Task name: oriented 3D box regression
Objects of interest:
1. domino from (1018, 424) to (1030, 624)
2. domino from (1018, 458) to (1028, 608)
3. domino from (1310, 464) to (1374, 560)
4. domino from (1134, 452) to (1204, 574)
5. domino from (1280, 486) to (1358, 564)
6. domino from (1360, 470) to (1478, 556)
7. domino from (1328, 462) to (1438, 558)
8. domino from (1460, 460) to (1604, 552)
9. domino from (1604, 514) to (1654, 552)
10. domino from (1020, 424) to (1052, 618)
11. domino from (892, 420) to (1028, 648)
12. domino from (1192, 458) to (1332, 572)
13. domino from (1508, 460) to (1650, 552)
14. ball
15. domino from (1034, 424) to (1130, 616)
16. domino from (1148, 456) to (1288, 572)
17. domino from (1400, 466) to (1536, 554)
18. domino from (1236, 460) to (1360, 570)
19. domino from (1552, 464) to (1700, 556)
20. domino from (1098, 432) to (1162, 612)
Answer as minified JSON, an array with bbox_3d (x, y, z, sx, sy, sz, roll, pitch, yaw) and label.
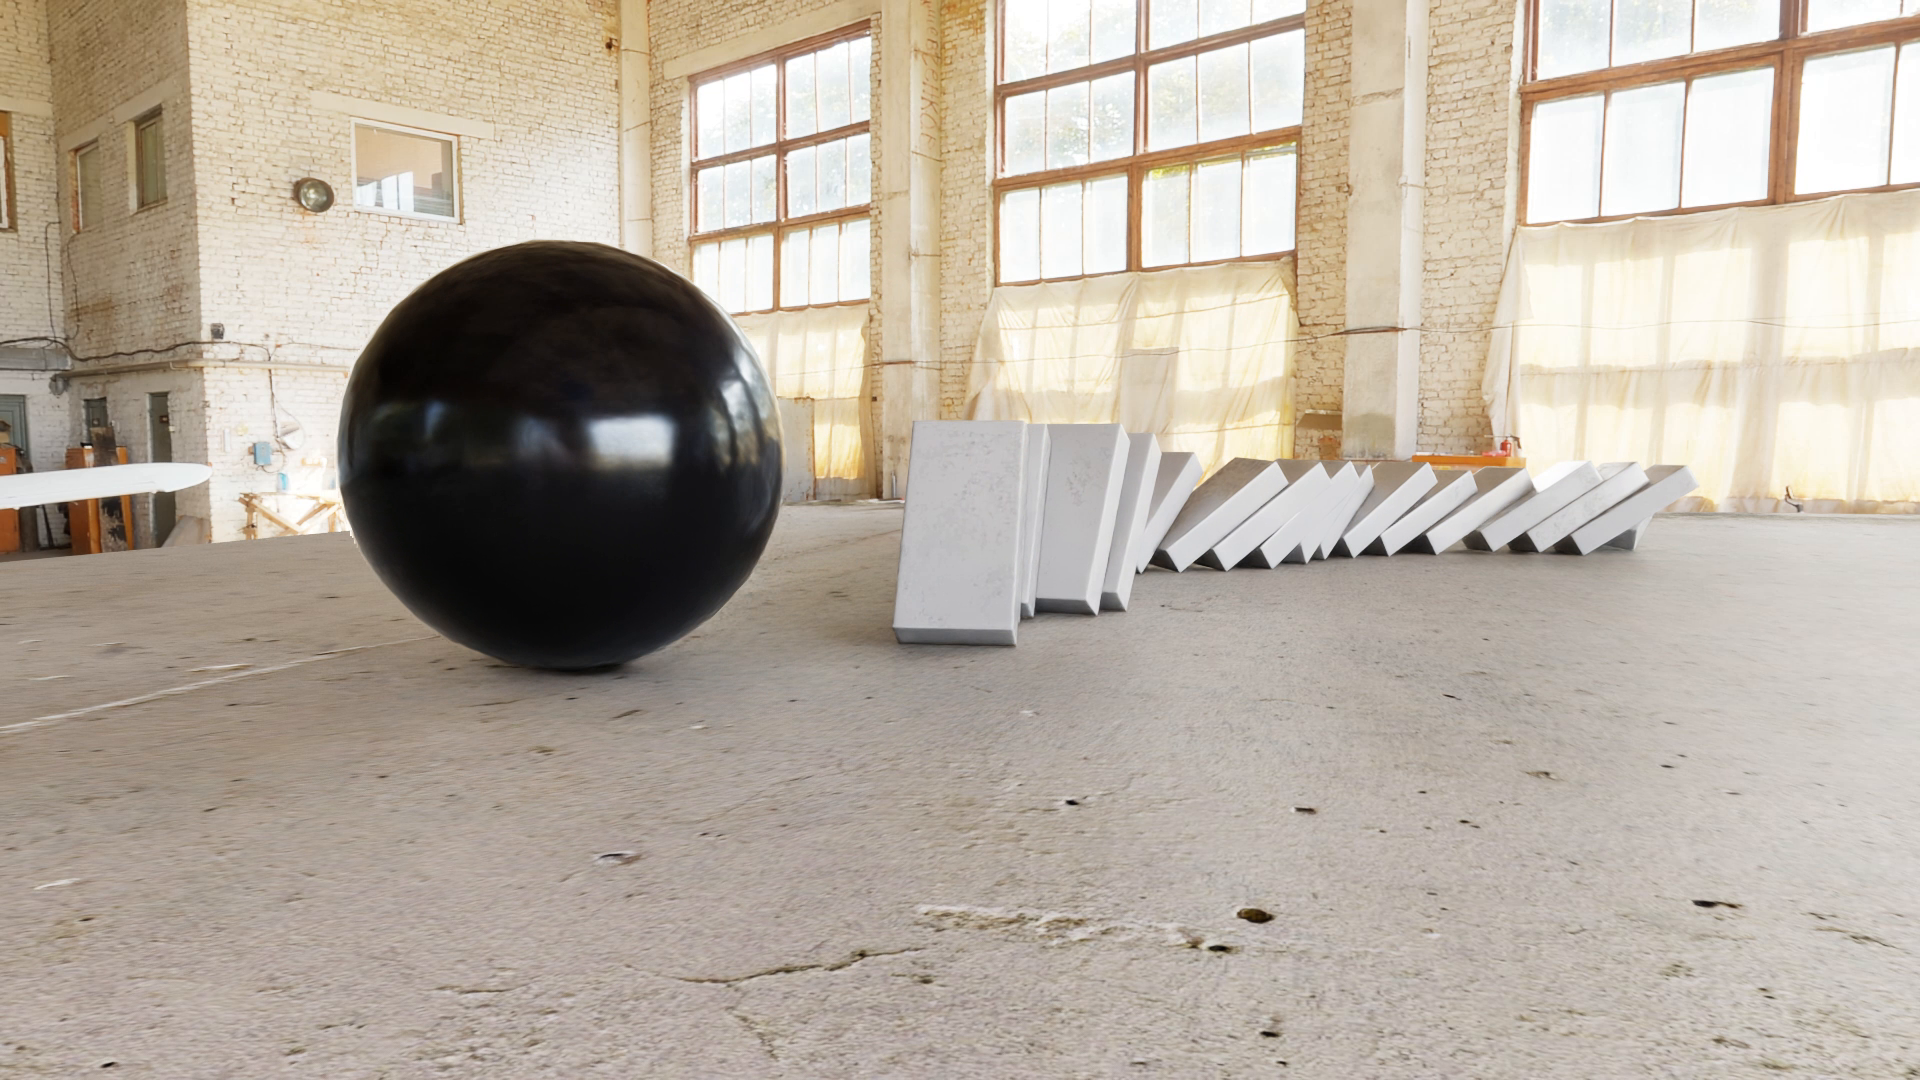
[{"bbox_3d":[0.003,-0.005,0.311,0.025,0.050,0.010,1,-27,8],"label":"domino"},{"bbox_3d":[0.002,-0.004,0.300,0.025,0.050,0.010,1,-27,8],"label":"domino"},{"bbox_3d":[0.136,-0.011,0.489,0.025,0.010,0.050,3,37,41],"label":"domino"},{"bbox_3d":[0.061,-0.010,0.439,0.025,0.010,0.050,4,46,42],"label":"domino"},{"bbox_3d":[0.125,-0.010,0.474,0.025,0.010,0.050,3,36,41],"label":"domino"},{"bbox_3d":[0.175,-0.011,0.503,0.050,0.010,0.025,-32,16,-18],"label":"domino"},{"bbox_3d":[0.157,-0.012,0.496,0.050,0.009,0.025,-38,19,-19],"label":"domino"},{"bbox_3d":[0.223,-0.013,0.503,0.050,0.010,0.025,-33,2,1],"label":"domino"},{"bbox_3d":[0.272,-0.014,0.530,0.025,0.010,0.050,16,37,34],"label":"domino"},{"bbox_3d":[0.008,-0.005,0.322,0.025,0.050,0.009,1,-27,13],"label":"domino"},{"bbox_3d":[0.001,-0.002,0.278,0.025,0.050,0.009,1,-27,8],"label":"domino"},{"bbox_3d":[0.101,-0.009,0.443,0.050,0.010,0.025,-37,18,-13],"label":"domino"},{"bbox_3d":[0.240,-0.013,0.502,0.050,0.010,0.025,-33,2,0],"label":"domino"},{"bbox_3d":[-0.073,-0.016,0.241,0.080,0.080,0.080,0,4,0],"label":"ball"},{"bbox_3d":[0.026,-0.006,0.329,0.025,0.050,0.009,2,-26,25],"label":"domino"},{"bbox_3d":[0.085,-0.009,0.439,0.050,0.010,0.025,-38,18,-12],"label":"domino"},{"bbox_3d":[0.198,-0.012,0.506,0.050,0.009,0.025,-32,11,-10],"label":"domino"},{"bbox_3d":[0.115,-0.010,0.453,0.050,0.009,0.025,-40,22,-21],"label":"domino"},{"bbox_3d":[0.256,-0.012,0.498,0.050,0.009,0.025,-32,2,4],"label":"domino"},{"bbox_3d":[0.036,-0.006,0.340,0.025,0.050,0.009,2,-33,25],"label":"domino"}]
